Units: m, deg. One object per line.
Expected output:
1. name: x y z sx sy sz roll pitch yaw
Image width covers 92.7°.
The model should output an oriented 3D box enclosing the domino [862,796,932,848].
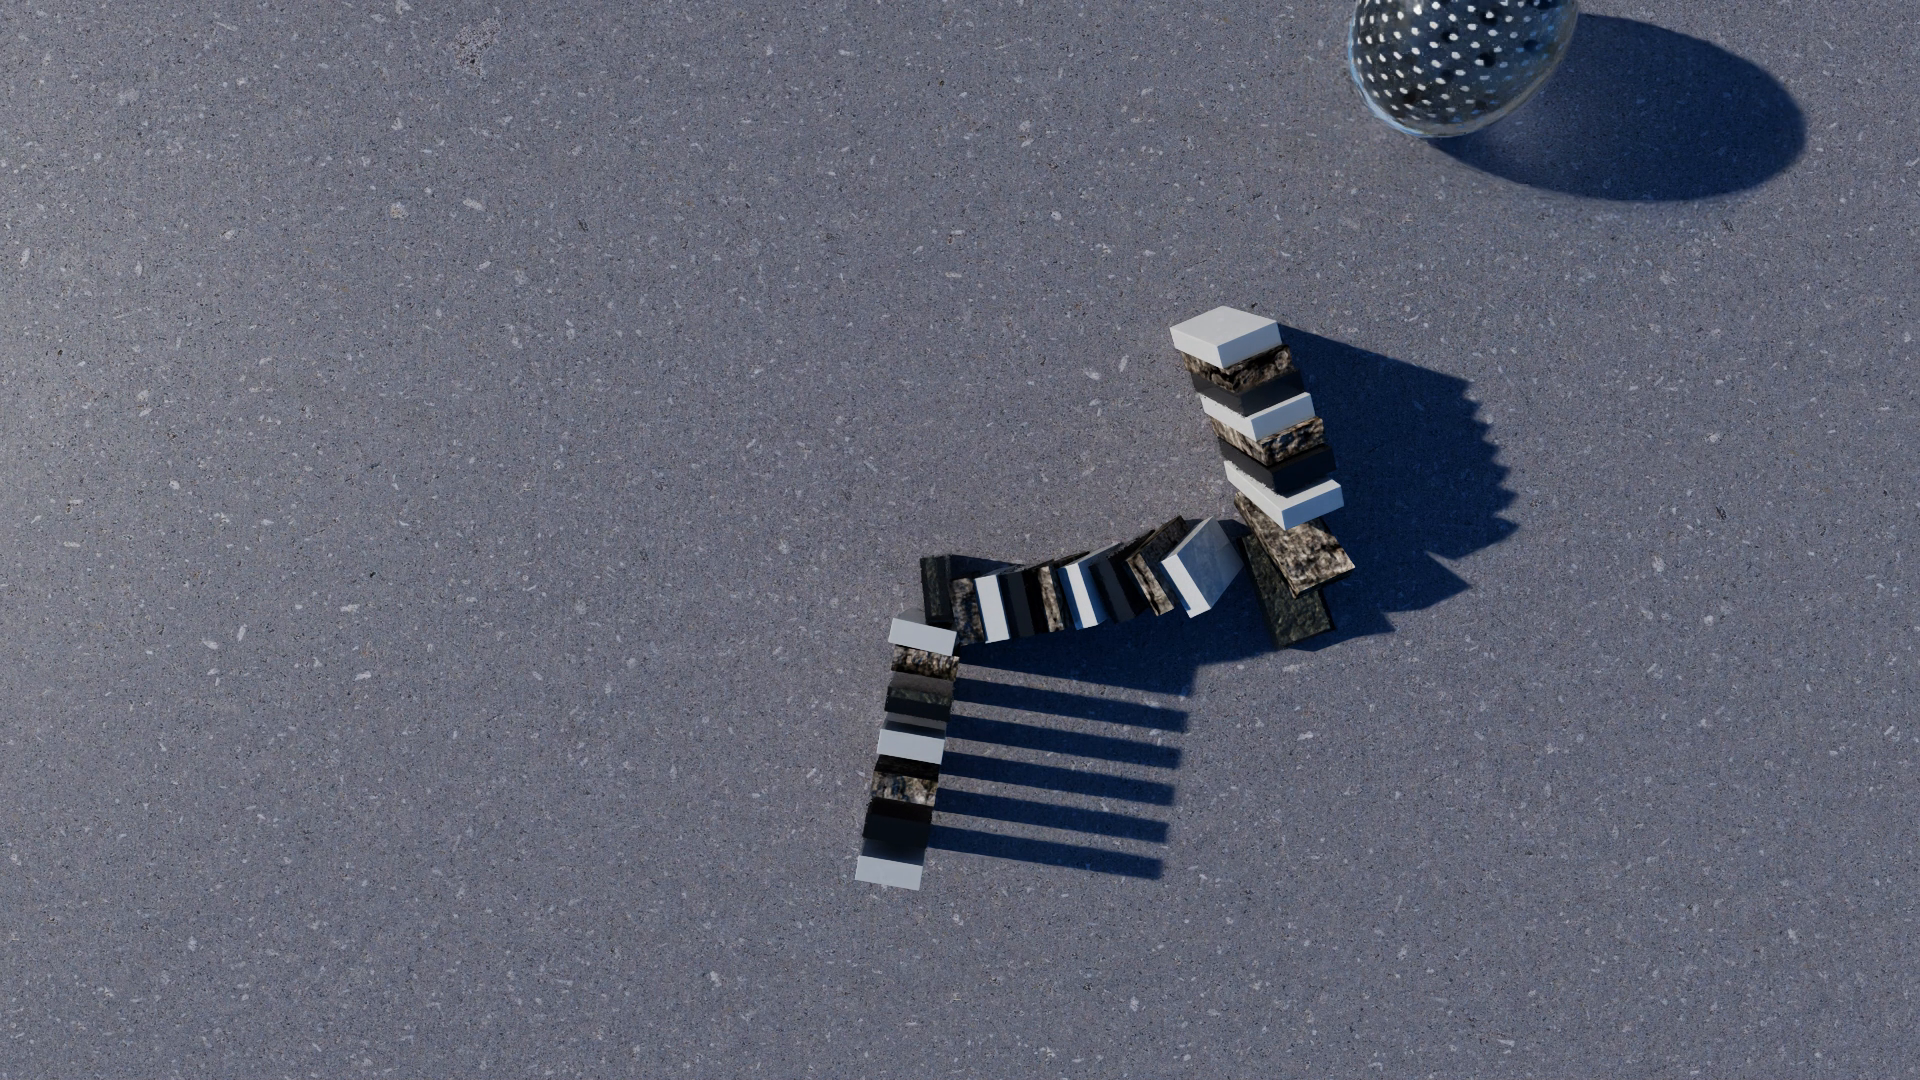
1. domino: -0.024 0.111 0.375 0.025 0.050 0.010 10 90 0

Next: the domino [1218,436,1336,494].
1. domino: 0.129 -0.036 0.375 0.025 0.050 0.009 -23 114 0

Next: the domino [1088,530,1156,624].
1. domino: 0.072 0.014 0.377 0.010 0.050 0.025 -25 90 36

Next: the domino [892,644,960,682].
1. domino: -0.013 0.047 0.375 0.025 0.050 0.009 10 91 0

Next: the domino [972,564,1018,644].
1. domino: 0.017 0.025 0.375 0.009 0.050 0.025 -12 90 13

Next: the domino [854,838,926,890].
1. domino: -0.027 0.127 0.375 0.025 0.050 0.009 10 90 0

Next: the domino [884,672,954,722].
1. domino: -0.016 0.063 0.375 0.025 0.050 0.009 10 90 0

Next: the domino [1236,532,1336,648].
1. domino: 0.140 0.019 0.395 0.025 0.010 0.050 -19 90 0

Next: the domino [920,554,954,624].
1. domino: -0.009 0.019 0.375 0.009 0.050 0.025 -6 90 2

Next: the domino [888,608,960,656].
1. domino: -0.013 0.037 0.374 0.025 0.050 0.009 12 91 3

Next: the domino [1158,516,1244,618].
1. domino: 0.100 0.010 0.377 0.009 0.050 0.025 -32 90 37

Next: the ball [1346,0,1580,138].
1. ball: 0.195 -0.201 0.360 0.080 0.080 0.080 0 90 0

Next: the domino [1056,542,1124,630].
1. domino: 0.058 0.018 0.376 0.010 0.050 0.025 -18 90 32

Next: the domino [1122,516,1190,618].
1. domino: 0.086 0.010 0.377 0.009 0.050 0.025 -32 90 37

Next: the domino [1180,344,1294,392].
1. domino: 0.112 -0.074 0.375 0.025 0.050 0.009 -23 113 0

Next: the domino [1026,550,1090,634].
1. domino: 0.044 0.021 0.376 0.010 0.050 0.025 -14 90 27

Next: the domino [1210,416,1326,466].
1. domino: 0.125 -0.046 0.375 0.025 0.050 0.009 -23 113 0

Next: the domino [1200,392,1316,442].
1. domino: 0.120 -0.056 0.375 0.025 0.050 0.010 -23 113 0

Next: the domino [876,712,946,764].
1. domino: -0.019 0.079 0.375 0.025 0.050 0.010 10 90 0

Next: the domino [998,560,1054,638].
1. domino: 0.030 0.023 0.375 0.009 0.050 0.025 -12 90 21

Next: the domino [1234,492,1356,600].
1. domino: 0.139 -0.003 0.383 0.025 0.009 0.050 -23 64 -2

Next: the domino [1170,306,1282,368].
1. domino: 0.108 -0.084 0.375 0.025 0.050 0.010 -23 113 0

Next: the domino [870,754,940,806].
1. domino: -0.021 0.095 0.375 0.025 0.050 0.010 10 90 0

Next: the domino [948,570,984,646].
1. domino: 0.004 0.027 0.375 0.010 0.050 0.025 -12 90 5

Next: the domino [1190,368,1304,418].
1. domino: 0.116 -0.065 0.375 0.025 0.050 0.010 -23 113 0

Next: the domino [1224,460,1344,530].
1. domino: 0.132 -0.024 0.376 0.025 0.050 0.010 -23 120 0
